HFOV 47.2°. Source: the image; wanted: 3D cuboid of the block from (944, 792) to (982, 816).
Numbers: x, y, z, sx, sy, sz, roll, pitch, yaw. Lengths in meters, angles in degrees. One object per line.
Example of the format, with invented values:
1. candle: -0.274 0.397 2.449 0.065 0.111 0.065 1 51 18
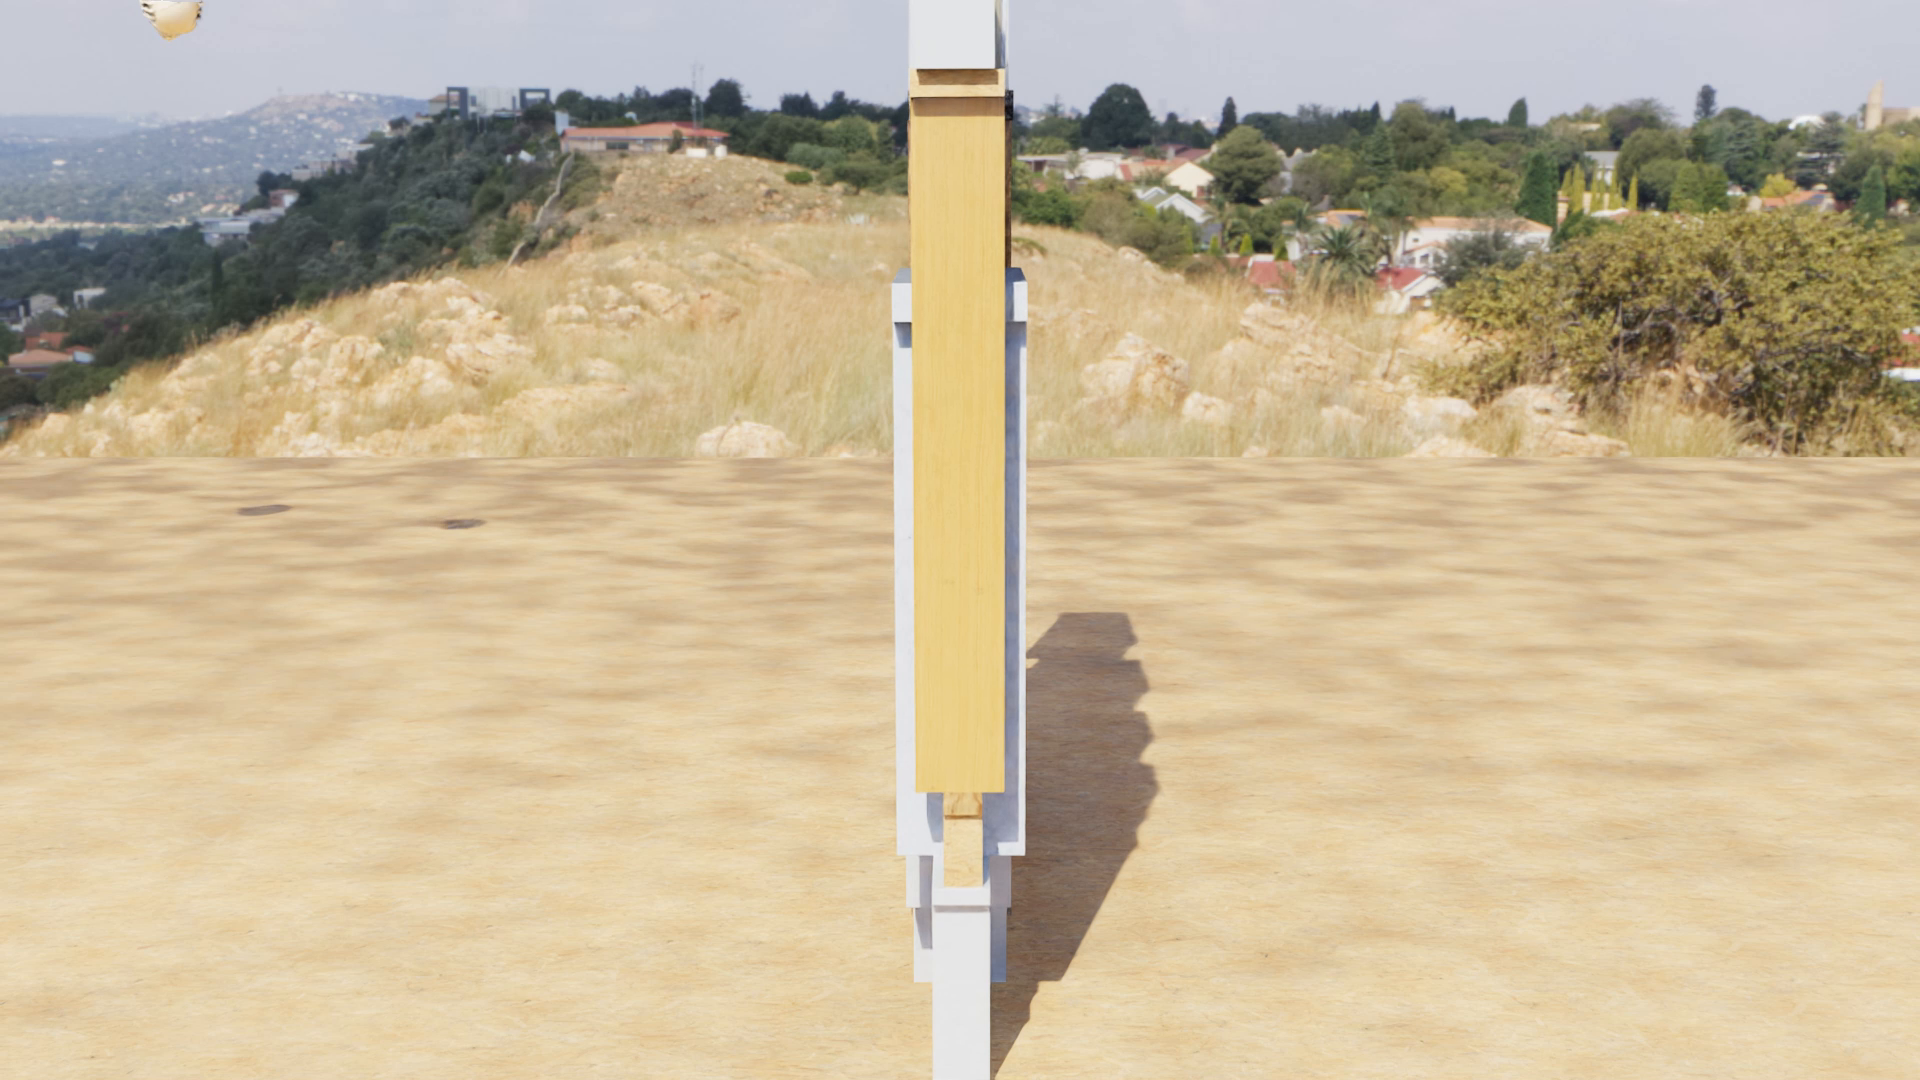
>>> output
1. block: 0.004 0.339 2.886 0.050 0.014 0.101 0 10 0

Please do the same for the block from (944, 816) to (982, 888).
1. block: 0.004 0.402 2.863 0.050 0.101 0.014 0 10 0

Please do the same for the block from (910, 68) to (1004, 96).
1. block: -0.003 -0.584 2.819 0.117 0.033 0.234 0 11 0

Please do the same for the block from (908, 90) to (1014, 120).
1. block: 0.001 -0.643 3.259 0.149 0.042 0.298 0 11 0

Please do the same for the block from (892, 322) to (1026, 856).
1. block: 0.000 0.067 2.953 0.174 0.727 0.049 0 10 0

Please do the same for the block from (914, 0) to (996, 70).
1. block: -0.006 -0.673 2.679 0.097 0.194 0.028 0 11 0

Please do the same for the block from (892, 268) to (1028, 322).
1. block: 0.000 -0.337 2.999 0.174 0.049 0.348 0 10 0

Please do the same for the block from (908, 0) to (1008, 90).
1. block: -0.002 -0.862 3.894 0.176 0.351 0.050 0 10 0

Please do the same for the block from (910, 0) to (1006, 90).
1. block: -0.002 -0.836 3.379 0.146 0.292 0.041 0 10 0

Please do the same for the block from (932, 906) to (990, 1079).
1. block: 0.002 0.598 2.911 0.076 0.260 0.021 0 11 0

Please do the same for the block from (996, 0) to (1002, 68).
1. block: -0.002 -0.709 3.028 0.117 0.293 0.033 0 11 0

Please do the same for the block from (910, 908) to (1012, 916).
1. block: 0.002 0.445 3.560 0.163 0.326 0.046 0 11 0

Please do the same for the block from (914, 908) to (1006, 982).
1. block: 0.000 0.522 3.280 0.138 0.276 0.039 0 11 0

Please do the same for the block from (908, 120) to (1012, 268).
1. block: 0.000 -0.431 3.196 0.149 0.351 0.042 0 10 0

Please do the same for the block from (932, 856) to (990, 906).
1. block: 0.001 0.451 2.932 0.076 0.021 0.151 0 10 0

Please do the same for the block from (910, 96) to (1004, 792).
1. block: -0.002 -0.112 2.824 0.117 0.896 0.033 0 10 0

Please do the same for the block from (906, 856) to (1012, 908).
1. block: -0.002 0.296 3.153 0.151 0.469 0.043 0 10 0
